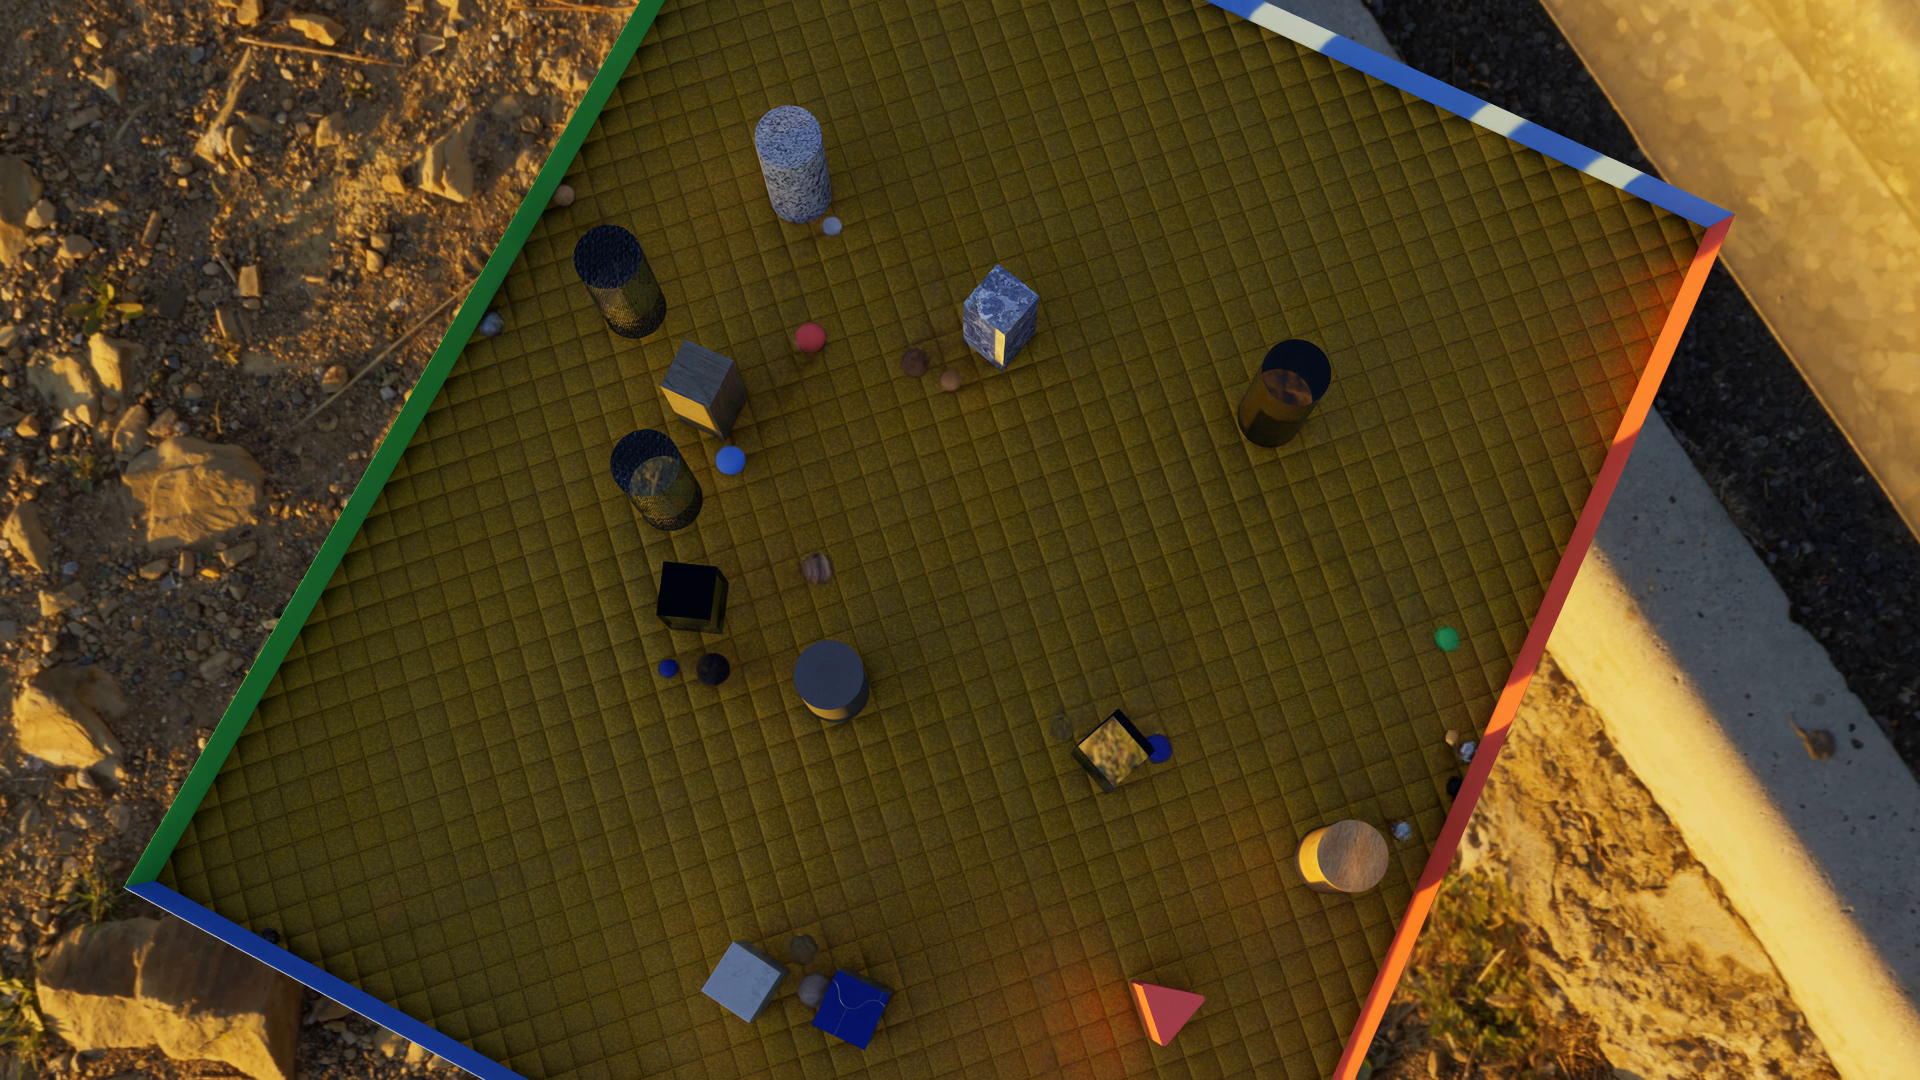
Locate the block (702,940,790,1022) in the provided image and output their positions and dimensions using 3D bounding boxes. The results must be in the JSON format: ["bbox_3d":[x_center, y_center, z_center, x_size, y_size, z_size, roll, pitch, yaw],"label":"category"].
[{"bbox_3d":[-0.605,1.250,5.206,0.159,0.297,0.159,32,80,6],"label":"block"}]

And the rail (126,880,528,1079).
[{"bbox_3d":[-0.883,1.736,5.190,3.391,0.129,0.045,26,80,5],"label":"rail"}]

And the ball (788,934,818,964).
[{"bbox_3d":[-0.456,1.187,5.328,0.084,0.084,0.084,0,78,0],"label":"ball"}]

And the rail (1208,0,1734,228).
[{"bbox_3d":[0.883,-1.722,5.906,3.391,0.129,0.045,26,80,5],"label":"rail"}]

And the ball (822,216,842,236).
[{"bbox_3d":[-0.407,-0.992,5.790,0.062,0.062,0.062,0,78,0],"label":"ball"}]

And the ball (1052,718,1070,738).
[{"bbox_3d":[0.301,0.561,5.471,0.057,0.057,0.057,0,78,0],"label":"ball"}]

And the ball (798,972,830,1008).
[{"bbox_3d":[-0.419,1.299,5.297,0.099,0.099,0.099,0,78,0],"label":"ball"}]

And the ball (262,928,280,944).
[{"bbox_3d":[-2.013,1.161,5.351,0.050,0.050,0.050,0,78,0],"label":"ball"}]

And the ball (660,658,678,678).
[{"bbox_3d":[-0.874,0.384,5.509,0.056,0.056,0.056,0,78,0],"label":"ball"}]

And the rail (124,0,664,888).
[{"bbox_3d":[-1.495,-0.725,5.700,0.045,0.129,3.995,26,80,5],"label":"rail"}]

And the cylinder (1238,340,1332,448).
[{"bbox_3d":[0.961,-0.431,5.464,0.199,0.473,0.199,0,78,0],"label":"cylinder"}]

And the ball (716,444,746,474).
[{"bbox_3d":[-0.704,-0.246,5.621,0.092,0.092,0.092,0,78,0],"label":"ball"}]

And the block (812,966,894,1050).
[{"bbox_3d":[-0.296,1.311,5.147,0.159,0.387,0.159,24,79,5],"label":"block"}]

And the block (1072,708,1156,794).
[{"bbox_3d":[0.444,0.619,5.340,0.159,0.291,0.159,-40,81,-8],"label":"block"}]

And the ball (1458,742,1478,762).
[{"bbox_3d":[1.512,0.630,5.455,0.062,0.062,0.062,0,78,0],"label":"ball"}]

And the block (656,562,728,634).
[{"bbox_3d":[-0.791,0.174,5.443,0.159,0.269,0.159,6,78,1],"label":"block"}]

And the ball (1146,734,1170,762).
[{"bbox_3d":[0.585,0.618,5.447,0.082,0.082,0.082,0,78,0],"label":"ball"}]

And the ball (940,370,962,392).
[{"bbox_3d":[-0.027,-0.495,5.685,0.066,0.066,0.066,0,78,0],"label":"ball"}]

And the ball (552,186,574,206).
[{"bbox_3d":[-1.256,-1.091,5.808,0.067,0.067,0.067,0,78,0],"label":"ball"}]

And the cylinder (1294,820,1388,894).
[{"bbox_3d":[1.088,0.910,5.247,0.199,0.354,0.199,0,78,0],"label":"cylinder"}]

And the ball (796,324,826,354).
[{"bbox_3d":[-0.465,-0.627,5.699,0.092,0.092,0.092,0,78,0],"label":"ball"}]

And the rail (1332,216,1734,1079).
[{"bbox_3d":[1.495,0.739,5.397,0.045,0.129,3.995,26,80,5],"label":"rail"}]

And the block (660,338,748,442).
[{"bbox_3d":[-0.766,-0.447,5.516,0.159,0.377,0.159,24,79,5],"label":"block"}]

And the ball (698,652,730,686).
[{"bbox_3d":[-0.736,0.387,5.487,0.097,0.097,0.097,0,78,0],"label":"ball"}]

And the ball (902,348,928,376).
[{"bbox_3d":[-0.139,-0.551,5.688,0.085,0.085,0.085,0,78,0],"label":"ball"}]

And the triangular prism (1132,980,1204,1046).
[{"bbox_3d":[0.556,1.300,5.172,0.149,0.345,0.172,41,81,8],"label":"triangular prism"}]

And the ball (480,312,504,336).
[{"bbox_3d":[-1.460,-0.674,5.718,0.076,0.076,0.076,0,78,0],"label":"ball"}]

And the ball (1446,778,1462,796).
[{"bbox_3d":[1.470,0.733,5.438,0.052,0.052,0.052,0,78,0],"label":"ball"}]

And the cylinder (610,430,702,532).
[{"bbox_3d":[-0.891,-0.171,5.415,0.199,0.465,0.199,0,78,0],"label":"cylinder"}]

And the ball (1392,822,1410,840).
[{"bbox_3d":[1.304,0.858,5.413,0.051,0.051,0.051,0,78,0],"label":"ball"}]

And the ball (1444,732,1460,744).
[{"bbox_3d":[1.469,0.592,5.473,0.041,0.041,0.041,0,78,0],"label":"ball"}]

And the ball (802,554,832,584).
[{"bbox_3d":[-0.433,0.087,5.550,0.095,0.095,0.095,0,78,0],"label":"ball"}]

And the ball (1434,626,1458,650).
[{"bbox_3d":[1.464,0.295,5.519,0.072,0.072,0.072,0,78,0],"label":"ball"}]

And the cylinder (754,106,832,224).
[{"bbox_3d":[-0.508,-1.147,5.630,0.199,0.440,0.199,0,78,0],"label":"cylinder"}]

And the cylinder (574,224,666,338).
[{"bbox_3d":[-1.023,-0.775,5.543,0.199,0.459,0.199,0,78,0],"label":"cylinder"}]

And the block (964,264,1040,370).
[{"bbox_3d":[0.122,-0.672,5.572,0.159,0.360,0.159,39,81,7],"label":"block"}]

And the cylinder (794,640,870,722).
[{"bbox_3d":[-0.372,0.417,5.355,0.199,0.344,0.199,0,78,0],"label":"cylinder"}]
